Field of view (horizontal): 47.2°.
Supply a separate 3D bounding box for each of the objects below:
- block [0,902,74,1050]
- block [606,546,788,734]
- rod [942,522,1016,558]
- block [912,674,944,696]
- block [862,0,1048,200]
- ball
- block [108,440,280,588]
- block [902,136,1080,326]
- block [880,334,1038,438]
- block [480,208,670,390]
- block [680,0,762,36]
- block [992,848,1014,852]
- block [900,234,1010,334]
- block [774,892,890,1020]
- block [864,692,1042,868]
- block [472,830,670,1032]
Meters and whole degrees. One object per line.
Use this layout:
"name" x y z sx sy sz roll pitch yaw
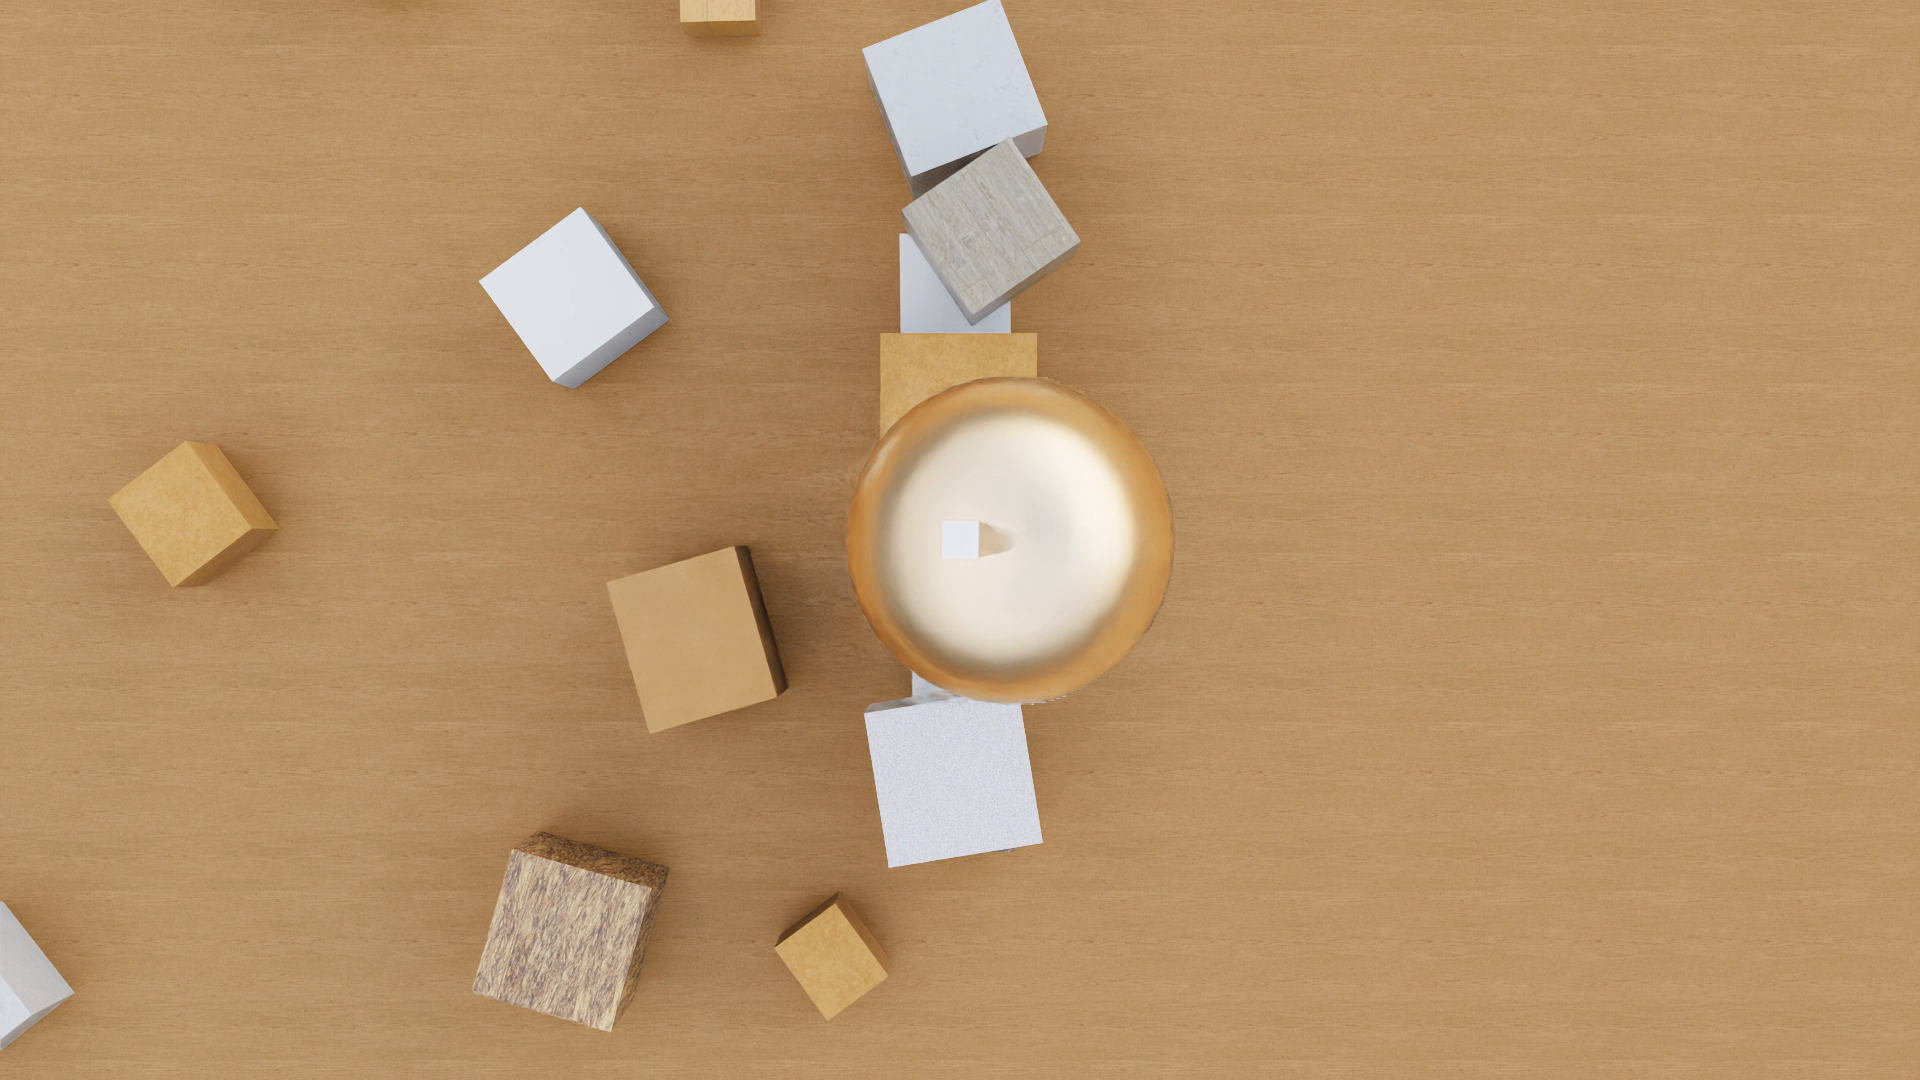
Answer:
"block" -5.702 2.606 12.699 0.650 0.601 0.692 -38 90 0
"block" -1.488 0.554 12.599 0.737 0.802 0.873 -16 90 0
"rod" 0.104 0.000 7.315 0.080 5.200 0.080 0 90 2
"block" 0.013 0.812 12.736 0.567 0.528 0.568 0 90 0
"block" -0.028 -2.499 12.560 0.806 0.879 0.755 -21 90 0
"ball" 0.241 0.000 10.713 1.600 1.600 1.600 0 90 0
"block" -4.432 -0.146 12.742 0.559 0.516 0.624 -37 90 0
"block" 0.166 -1.688 12.136 0.703 0.673 0.681 -34 90 0
"block" -0.007 -0.692 12.536 0.860 0.928 0.886 0 90 0
"block" -2.203 -1.377 12.656 0.705 0.688 0.696 -36 90 0
"block" -1.397 -3.193 12.817 0.431 0.365 0.423 -1 90 0
"block" -0.005 1.427 12.659 0.621 0.683 0.642 0 90 0
"block" -0.028 -1.442 12.737 0.624 0.527 0.599 -1 90 0
"block" -0.734 2.411 12.779 0.433 0.442 0.516 -36 90 0
"block" -0.035 1.259 11.969 0.823 0.696 0.826 -9 90 0
"block" -2.215 2.227 12.611 0.805 0.777 0.830 16 90 0
